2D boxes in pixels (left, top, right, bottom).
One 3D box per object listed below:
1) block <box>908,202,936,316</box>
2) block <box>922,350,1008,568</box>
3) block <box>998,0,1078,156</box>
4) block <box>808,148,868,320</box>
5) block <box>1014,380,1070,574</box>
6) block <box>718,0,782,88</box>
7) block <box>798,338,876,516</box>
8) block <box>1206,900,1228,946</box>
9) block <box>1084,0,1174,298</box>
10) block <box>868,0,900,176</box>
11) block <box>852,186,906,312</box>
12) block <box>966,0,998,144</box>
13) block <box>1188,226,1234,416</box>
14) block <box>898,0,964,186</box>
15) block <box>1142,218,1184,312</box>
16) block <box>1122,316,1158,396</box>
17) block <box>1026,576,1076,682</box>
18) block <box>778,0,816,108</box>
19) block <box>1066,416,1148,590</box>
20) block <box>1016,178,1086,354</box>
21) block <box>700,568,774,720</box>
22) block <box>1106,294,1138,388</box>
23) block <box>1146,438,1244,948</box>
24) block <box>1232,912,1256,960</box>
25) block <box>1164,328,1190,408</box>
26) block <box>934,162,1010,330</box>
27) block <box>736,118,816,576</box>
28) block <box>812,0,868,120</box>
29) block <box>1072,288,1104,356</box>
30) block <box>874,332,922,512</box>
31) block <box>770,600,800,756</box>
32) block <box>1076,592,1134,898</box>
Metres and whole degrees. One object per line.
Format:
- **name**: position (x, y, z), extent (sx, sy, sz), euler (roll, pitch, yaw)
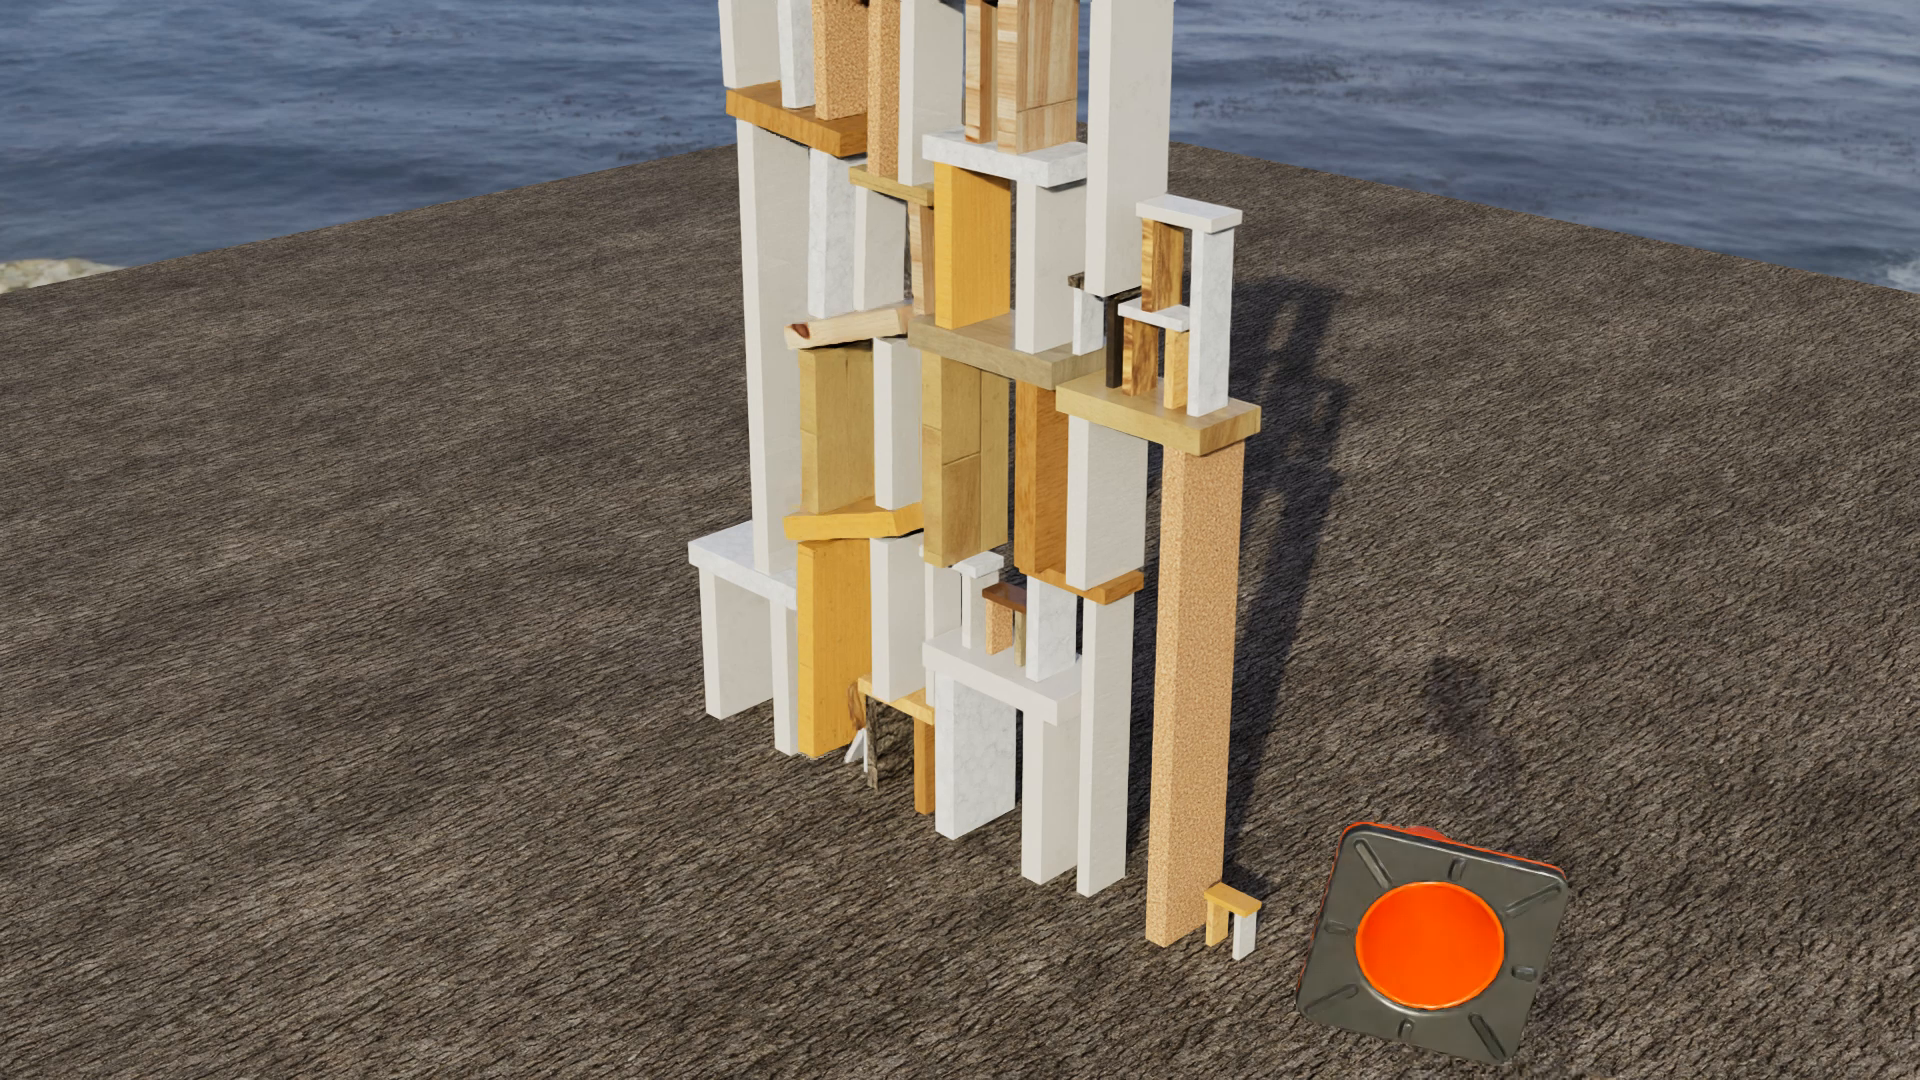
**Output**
- **block**: position (-0.042, -0.527, 4.045), extent (0.103, 0.207, 0.029), euler (-21, 28, -40)
- **block**: position (0.011, -0.171, 4.139), extent (0.051, 0.421, 0.179), euler (21, 31, 41)
- **block**: position (0.132, -0.821, 3.729), extent (0.044, 0.309, 0.154), euler (21, 31, 40)
- **block**: position (-0.212, -0.597, 4.197), extent (0.046, 0.326, 0.163), euler (25, 33, 39)
- **block**: position (0.179, -0.135, 3.972), extent (0.179, 0.357, 0.051), euler (-21, 31, -41)
- **block**: position (-0.401, -1.011, 4.235), extent (0.037, 0.259, 0.130), euler (19, 29, 42)
- **block**: position (-0.238, -0.233, 4.378), extent (0.048, 0.336, 0.168), euler (21, 31, 40)
- **block**: position (0.470, 0.691, 4.013), extent (0.013, 0.094, 0.047), euler (21, 31, 41)
- **block**: position (0.279, -0.670, 3.637), extent (0.154, 0.515, 0.044), euler (-22, 31, -40)
- **block**: position (-0.113, -0.835, 3.992), extent (0.116, 0.334, 0.033), euler (-20, 32, -40)
- **block**: position (-0.151, -0.558, 4.147), extent (0.029, 0.241, 0.103), euler (25, 33, 39)
- **block**: position (0.065, -0.819, 3.802), extent (0.123, 0.247, 0.035), euler (-21, 31, -40)
- **block**: position (0.413, -0.364, 3.624), extent (0.079, 0.316, 0.022), euler (-22, 31, -40)
- **block**: position (-0.051, -0.819, 3.937), extent (0.123, 0.353, 0.035), euler (-21, 33, -40)
- **block**: position (0.337, -0.465, 3.662), extent (0.079, 0.158, 0.022), euler (-22, 30, -40)
- **block**: position (0.308, -0.320, 3.751), extent (0.069, 0.138, 0.020), euler (-22, 31, -40)
- **block**: position (0.171, 0.151, 4.101), extent (0.105, 0.210, 0.030), euler (-21, 31, -41)
- **block**: position (-0.279, -0.951, 4.128), extent (0.037, 0.259, 0.130), euler (19, 30, 41)
- **block**: position (0.262, -0.086, 3.902), extent (0.161, 0.321, 0.046), euler (-21, 31, -41)
- **block**: position (0.165, -0.488, 3.832), extent (0.150, 0.301, 0.043), euler (-21, 31, -41)
- **block**: position (-0.481, 0.203, 4.834), extent (0.050, 0.350, 0.175), euler (21, 31, 41)
- **block**: position (0.278, -0.345, 3.781), extent (0.060, 0.161, 0.017), euler (-22, 31, -40)
- **block**: position (0.413, 0.270, 3.888), extent (0.161, 0.966, 0.046), euler (-21, 31, -41)
- **block**: position (0.514, 0.708, 3.972), extent (0.013, 0.094, 0.047), euler (21, 31, 41)
- **block**: position (0.373, -0.295, 3.691), extent (0.069, 0.138, 0.020), euler (-22, 31, -40)
- **block**: position (0.023, -0.543, 3.962), extent (0.150, 0.301, 0.043), euler (-21, 31, -40)
- **block**: position (-0.355, -0.389, 4.445), extent (0.046, 0.944, 0.163), euler (21, 31, 41)
- **block**: position (-0.217, -0.905, 4.077), extent (0.033, 0.232, 0.116), euler (21, 30, 41)
- **block**: position (0.224, -0.386, 3.824), extent (0.017, 0.120, 0.060), euler (22, 31, 40)
- **block**: position (-0.087, -0.239, 4.214), extent (0.048, 0.336, 0.168), euler (21, 31, 40)
- **block**: position (-0.316, 0.268, 4.682), extent (0.050, 0.350, 0.175), euler (21, 31, 41)
- **block**: position (0.270, 0.376, 4.089), extent (0.105, 0.615, 0.030), euler (-21, 31, -41)
